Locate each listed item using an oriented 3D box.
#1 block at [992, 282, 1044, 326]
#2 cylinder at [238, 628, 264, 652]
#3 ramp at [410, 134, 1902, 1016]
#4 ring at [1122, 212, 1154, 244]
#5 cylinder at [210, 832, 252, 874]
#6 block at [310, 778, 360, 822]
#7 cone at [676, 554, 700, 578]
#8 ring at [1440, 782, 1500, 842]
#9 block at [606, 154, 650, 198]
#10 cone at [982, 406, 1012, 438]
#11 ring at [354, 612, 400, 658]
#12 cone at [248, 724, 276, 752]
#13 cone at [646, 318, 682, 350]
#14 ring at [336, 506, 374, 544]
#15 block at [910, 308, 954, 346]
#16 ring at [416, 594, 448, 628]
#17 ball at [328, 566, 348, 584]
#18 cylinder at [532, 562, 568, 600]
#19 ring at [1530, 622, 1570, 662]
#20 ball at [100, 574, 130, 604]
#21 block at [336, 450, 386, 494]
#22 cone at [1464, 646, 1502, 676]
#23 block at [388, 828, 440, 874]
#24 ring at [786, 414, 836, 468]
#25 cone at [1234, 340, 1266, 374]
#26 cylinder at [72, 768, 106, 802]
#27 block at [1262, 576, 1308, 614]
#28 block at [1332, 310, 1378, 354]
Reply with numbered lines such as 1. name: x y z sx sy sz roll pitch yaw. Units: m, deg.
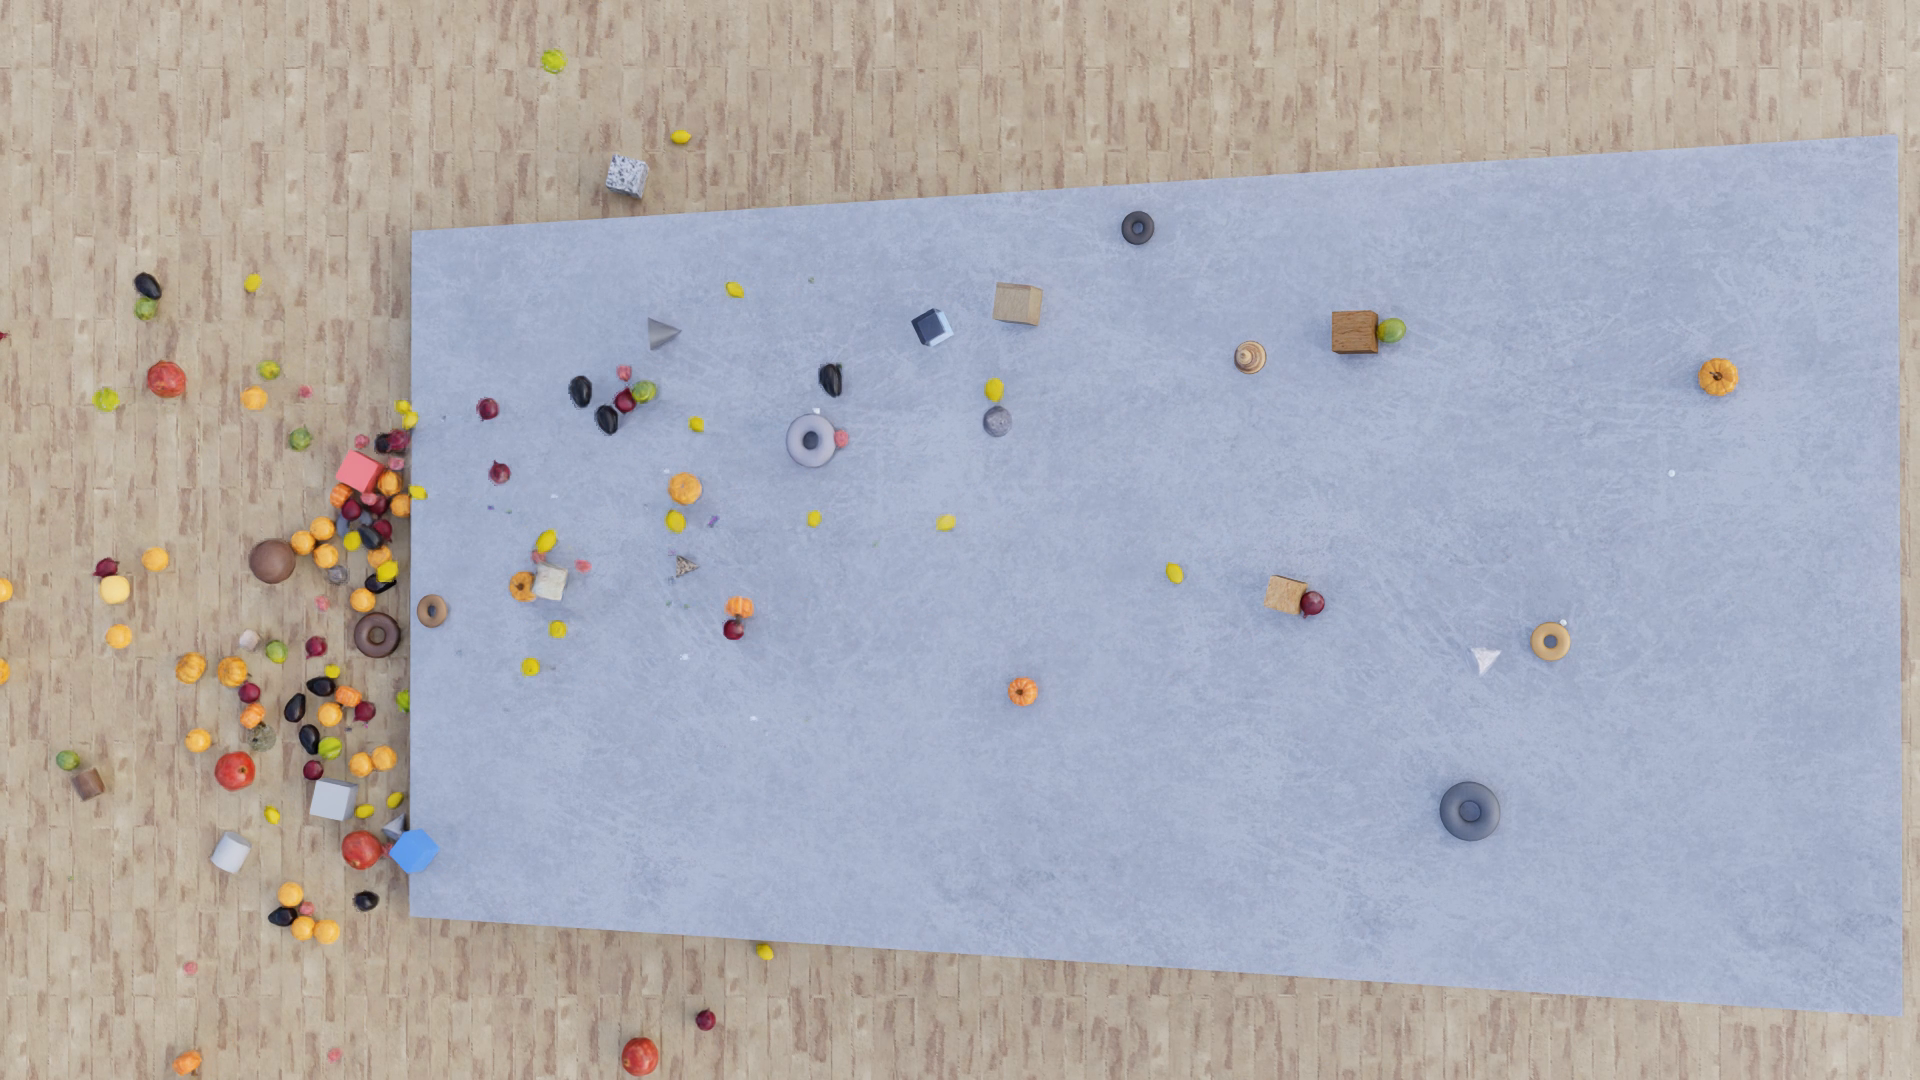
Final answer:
1. block: 0.150 -0.612 5.702 0.095 0.095 0.095 8 92 21
2. cylinder: -2.092 0.296 6.482 0.052 0.052 0.052 31 89 0
3. ramp: 0.282 0.088 5.747 4.000 0.100 2.000 0 89 21
4. ring: 0.455 -0.798 5.623 0.087 0.029 0.087 0 90 20
5. cylinder: -2.138 0.917 6.457 0.087 0.087 0.087 30 89 0
6. block: -1.835 0.760 6.452 0.100 0.100 0.100 12 89 0
7. cone: -0.750 0.073 6.074 0.065 0.065 0.065 2 89 -6
8. ring: 1.228 0.654 5.296 0.145 0.048 0.145 1 94 22
9. block: -0.980 -1.071 6.478 0.096 0.096 0.096 14 89 0
10. cone: 0.084 -0.311 5.730 0.083 0.083 0.083 0 89 21
11. ring: -1.719 0.281 6.486 0.137 0.046 0.137 0 90 -1
12. cone: -2.065 0.584 6.461 0.087 0.087 0.087 0 89 0
13. cone: -0.816 -0.576 6.102 0.093 0.093 0.093 -7 89 -6
14. ring: -1.786 -0.042 6.494 0.114 0.038 0.114 0 89 1
15. block: -0.073 -0.560 5.800 0.071 0.071 0.071 -28 80 18
16. ring: -1.530 0.206 6.371 0.098 0.033 0.098 -1 88 22
17. ball: -1.834 0.103 6.482 0.058 0.058 0.058 0 89 0
18. cylinder: -1.156 0.116 6.199 0.086 0.086 0.086 15 95 0
19. ring: 1.408 0.242 5.243 0.094 0.031 0.094 0 90 20
20. ball: -2.485 0.146 6.467 0.087 0.087 0.087 0 89 0
21. block: -1.762 -0.200 6.468 0.094 0.094 0.094 28 89 0
22. cone: 1.268 0.280 5.293 0.078 0.078 0.078 -19 89 -7
23. block: -1.576 0.898 6.351 0.084 0.084 0.084 42 103 16
24. ring: -0.402 -0.268 5.935 0.146 0.049 0.146 0 90 20
25. cone: 0.714 -0.459 5.489 0.085 0.085 0.085 0 89 21
26. cylinder: -2.560 0.720 6.466 0.073 0.073 0.073 -27 89 0
27. block: 0.807 0.135 5.449 0.079 0.079 0.079 16 95 20
28. block: 0.968 -0.508 5.386 0.096 0.096 0.096 0 89 21
